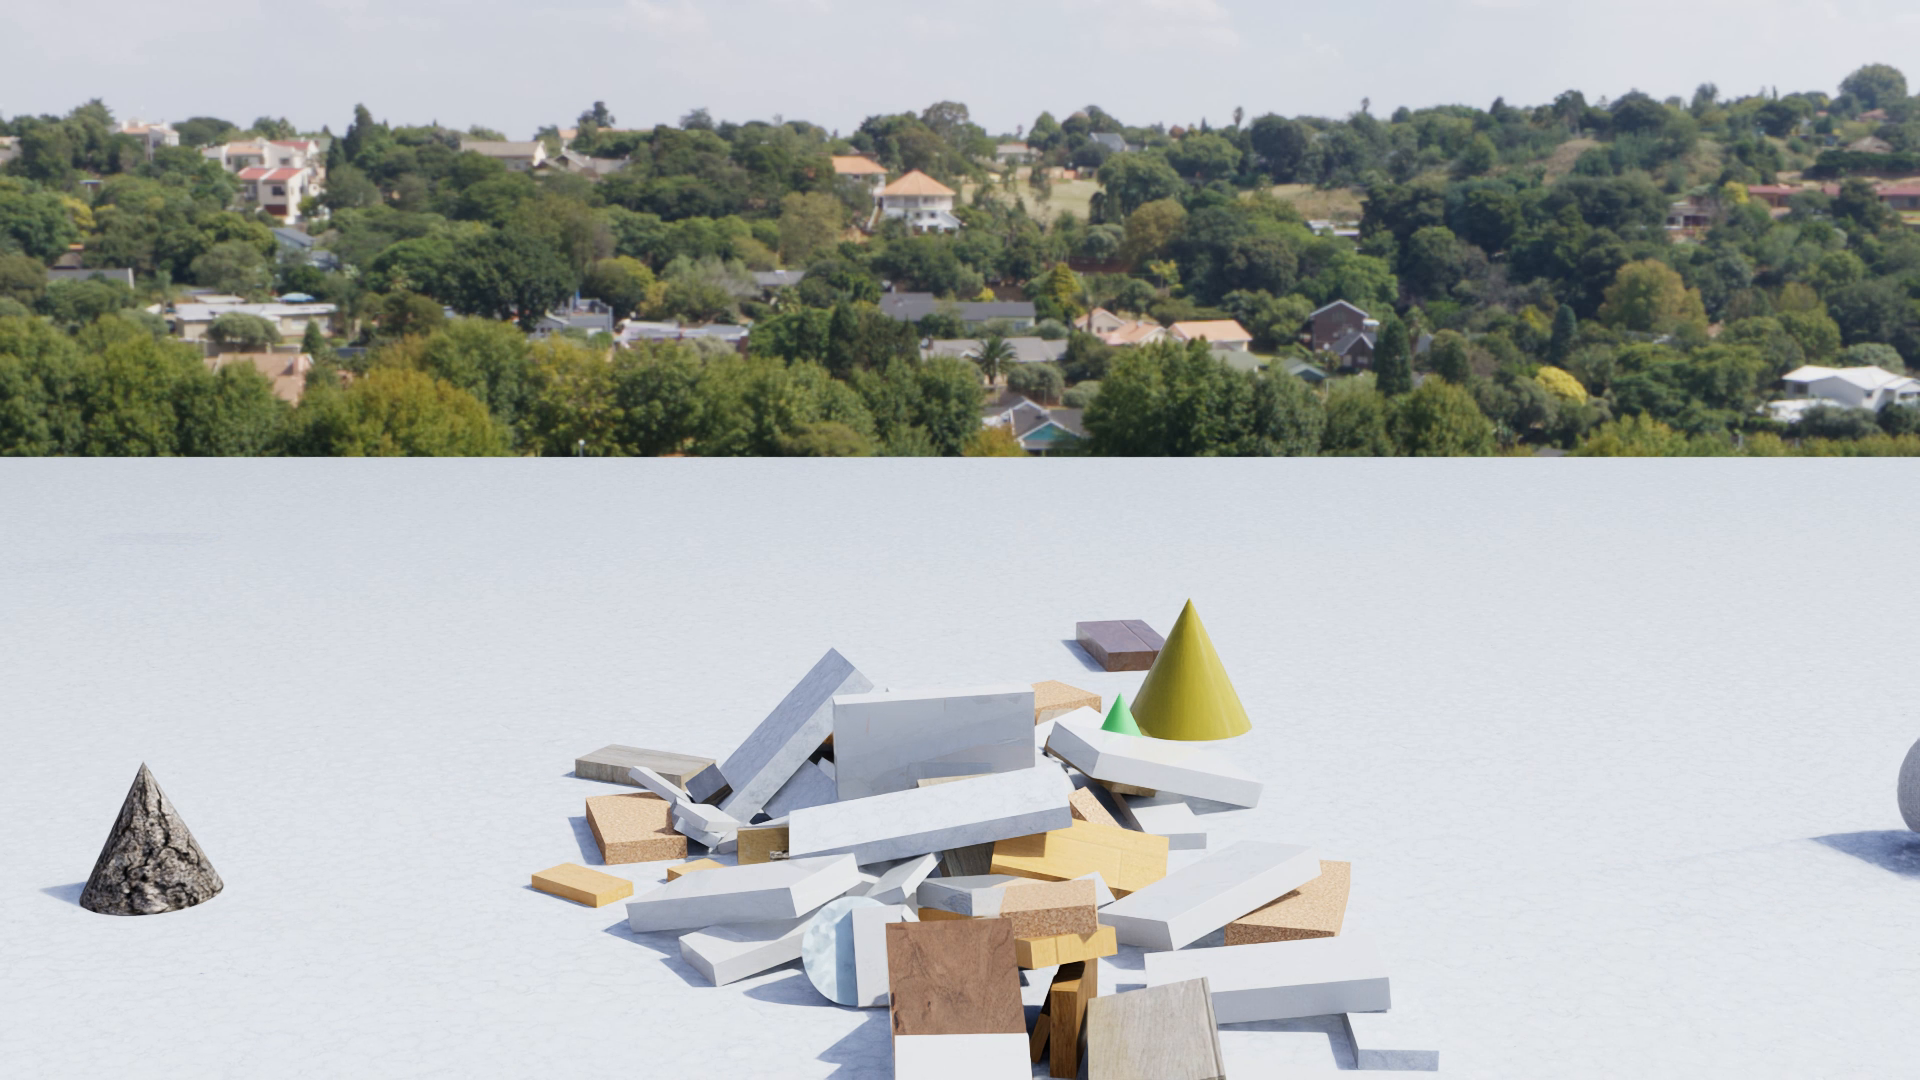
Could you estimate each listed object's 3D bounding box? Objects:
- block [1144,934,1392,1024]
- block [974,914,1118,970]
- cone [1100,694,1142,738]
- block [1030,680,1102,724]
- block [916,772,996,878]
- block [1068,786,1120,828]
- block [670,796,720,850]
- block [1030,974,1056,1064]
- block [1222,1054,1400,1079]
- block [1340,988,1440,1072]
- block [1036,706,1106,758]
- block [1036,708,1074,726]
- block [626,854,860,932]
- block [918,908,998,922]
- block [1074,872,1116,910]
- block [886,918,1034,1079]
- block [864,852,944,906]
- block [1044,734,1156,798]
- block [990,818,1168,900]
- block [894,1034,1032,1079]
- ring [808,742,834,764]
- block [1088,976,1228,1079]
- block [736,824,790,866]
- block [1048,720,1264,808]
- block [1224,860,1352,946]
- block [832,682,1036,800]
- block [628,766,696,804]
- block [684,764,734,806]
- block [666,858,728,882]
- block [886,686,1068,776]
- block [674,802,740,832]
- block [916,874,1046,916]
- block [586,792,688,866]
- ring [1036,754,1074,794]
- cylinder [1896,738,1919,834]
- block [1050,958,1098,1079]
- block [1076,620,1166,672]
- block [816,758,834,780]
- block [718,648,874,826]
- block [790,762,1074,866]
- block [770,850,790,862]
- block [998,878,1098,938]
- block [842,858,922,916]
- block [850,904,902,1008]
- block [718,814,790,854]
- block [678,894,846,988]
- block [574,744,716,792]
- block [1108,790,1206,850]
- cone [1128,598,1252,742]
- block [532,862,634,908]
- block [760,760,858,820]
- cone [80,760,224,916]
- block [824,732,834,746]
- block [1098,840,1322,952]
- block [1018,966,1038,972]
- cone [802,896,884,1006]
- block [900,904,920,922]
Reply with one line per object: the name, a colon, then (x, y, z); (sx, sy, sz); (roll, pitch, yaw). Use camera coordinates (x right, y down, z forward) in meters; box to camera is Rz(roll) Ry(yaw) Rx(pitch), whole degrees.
block: (0.440, 0.637, 3.181); (0.338, 0.048, 0.169); (-6, 10, 4)
block: (0.096, 0.555, 3.063); (0.130, 0.037, 0.259); (-5, -2, -26)
cone: (0.311, 0.369, 4.276); (0.152, 0.152, 0.152); (0, 11, 0)
block: (0.115, 0.367, 4.737); (0.346, 0.049, 0.173); (-7, 13, -34)
block: (0.029, 0.506, 3.671); (0.142, 0.040, 0.284); (-3, 38, -16)
block: (0.243, 0.499, 3.879); (0.135, 0.019, 0.067); (48, 31, 17)
block: (-0.473, 0.505, 3.929); (0.081, 0.023, 0.162); (29, 1, -12)
block: (0.120, 0.665, 3.061); (0.020, 0.071, 0.142); (20, 13, 6)
block: (0.405, 0.724, 2.823); (0.315, 0.045, 0.158); (4, 11, 19)
block: (0.598, 0.684, 3.080); (0.108, 0.031, 0.217); (0, 11, 2)
block: (0.198, 0.382, 4.344); (0.068, 0.019, 0.387); (30, 18, 21)
block: (0.198, 0.384, 4.591); (0.067, 0.019, 0.135); (-4, 13, 10)
block: (-0.343, 0.556, 3.465); (0.338, 0.048, 0.169); (-11, 4, 34)
block: (0.055, 0.582, 3.356); (0.141, 0.040, 0.283); (-1, -6, -23)
block: (0.165, 0.581, 3.498); (0.149, 0.021, 0.075); (-17, 35, -12)
block: (-0.003, 0.597, 2.701); (0.162, 0.046, 0.324); (-2, 34, -4)
block: (-0.092, 0.539, 3.500); (0.075, 0.021, 0.240); (-22, 2, 15)
block: (0.265, 0.425, 4.147); (0.108, 0.031, 0.217); (12, 9, -37)
block: (0.196, 0.525, 3.616); (0.284, 0.040, 0.142); (11, 36, 1)
block: (0.008, 0.690, 2.480); (0.157, 0.045, 0.315); (0, 33, -2)
ring: (-0.251, 0.434, 4.273); (0.258, 0.086, 0.258); (1, 7, 0)
block: (0.255, 0.668, 2.872); (0.169, 0.048, 0.377); (-12, 6, 4)
block: (-0.316, 0.529, 3.808); (0.139, 0.069, 0.020); (-2, 11, -12)
block: (0.367, 0.420, 4.114); (0.375, 0.049, 0.173); (14, 9, -29)
block: (0.533, 0.589, 3.547); (0.168, 0.048, 0.336); (3, 11, 14)
block: (-0.044, 0.348, 3.808); (0.346, 0.173, 0.049); (-3, 14, -9)
block: (-0.545, 0.464, 4.082); (0.136, 0.019, 0.068); (31, 0, 16)
block: (-0.467, 0.459, 4.081); (0.068, 0.019, 0.136); (-35, 18, -8)
block: (-0.412, 0.573, 3.695); (0.081, 0.023, 0.162); (-9, 14, -41)
block: (0.023, 0.388, 4.262); (0.355, 0.050, 0.178); (20, 8, -11)
block: (-0.448, 0.493, 3.903); (0.068, 0.019, 0.136); (27, 1, 20)
block: (0.041, 0.547, 3.396); (0.141, 0.040, 0.283); (-1, -5, -18)
block: (-0.585, 0.516, 3.958); (0.141, 0.040, 0.283); (-3, 11, -16)
ring: (0.007, 0.467, 3.967); (0.409, 0.136, 0.409); (1, 11, 0)
cylinder: (1.802, 0.449, 3.848); (0.213, 0.213, 0.213); (-4, 11, -22)
block: (0.160, 0.640, 3.062); (0.035, 0.124, 0.248); (2, 11, 10)
block: (0.401, 0.255, 5.343); (0.168, 0.048, 0.336); (-2, 11, -10)
block: (-0.210, 0.425, 3.938); (0.069, 0.020, 0.139); (33, -5, -15)
block: (-0.320, 0.365, 4.099); (0.356, 0.050, 0.178); (-47, 20, -5)
block: (-0.051, 0.459, 3.622); (0.460, 0.040, 0.142); (-10, 24, 0)
block: (-0.250, 0.578, 3.636); (0.130, 0.037, 0.297); (-1, 11, -5)
block: (0.126, 0.516, 3.081); (0.130, 0.037, 0.259); (-6, -1, 3)
block: (-0.149, 0.546, 3.666); (0.130, 0.037, 0.259); (16, 9, -16)
block: (-0.119, 0.607, 3.209); (0.071, 0.142, 0.020); (-2, -18, -10)
block: (-0.353, 0.518, 3.882); (0.139, 0.020, 0.069); (-17, 6, 14)
block: (-0.285, 0.606, 3.377); (0.259, 0.037, 0.130); (-16, 17, -27)
block: (-0.619, 0.449, 4.331); (0.249, 0.035, 0.125); (5, 12, 26)
block: (0.337, 0.463, 4.267); (0.108, 0.031, 0.777); (-1, 11, -7)
cone: (0.487, 0.257, 4.696); (0.279, 0.279, 0.279); (0, 11, 0)
block: (-0.632, 0.577, 3.679); (0.162, 0.023, 0.081); (8, 13, 38)
block: (-0.268, 0.480, 3.960); (0.125, 0.035, 0.249); (-47, 24, -10)
cone: (-1.350, 0.477, 3.655); (0.228, 0.228, 0.228); (0, 11, 0)
block: (-0.116, 0.389, 4.242); (0.356, 0.050, 0.178); (20, 8, -16)
block: (0.395, 0.560, 3.487); (0.336, 0.048, 0.168); (-19, 9, -36)
block: (0.026, 0.613, 3.262); (0.124, 0.035, 0.248); (-2, -5, -12)
cone: (-0.168, 0.624, 3.293); (0.159, 0.159, 0.159); (-2, -16, -13)
block: (-0.124, 0.594, 3.314); (0.149, 0.075, 0.021); (-18, 32, 32)
